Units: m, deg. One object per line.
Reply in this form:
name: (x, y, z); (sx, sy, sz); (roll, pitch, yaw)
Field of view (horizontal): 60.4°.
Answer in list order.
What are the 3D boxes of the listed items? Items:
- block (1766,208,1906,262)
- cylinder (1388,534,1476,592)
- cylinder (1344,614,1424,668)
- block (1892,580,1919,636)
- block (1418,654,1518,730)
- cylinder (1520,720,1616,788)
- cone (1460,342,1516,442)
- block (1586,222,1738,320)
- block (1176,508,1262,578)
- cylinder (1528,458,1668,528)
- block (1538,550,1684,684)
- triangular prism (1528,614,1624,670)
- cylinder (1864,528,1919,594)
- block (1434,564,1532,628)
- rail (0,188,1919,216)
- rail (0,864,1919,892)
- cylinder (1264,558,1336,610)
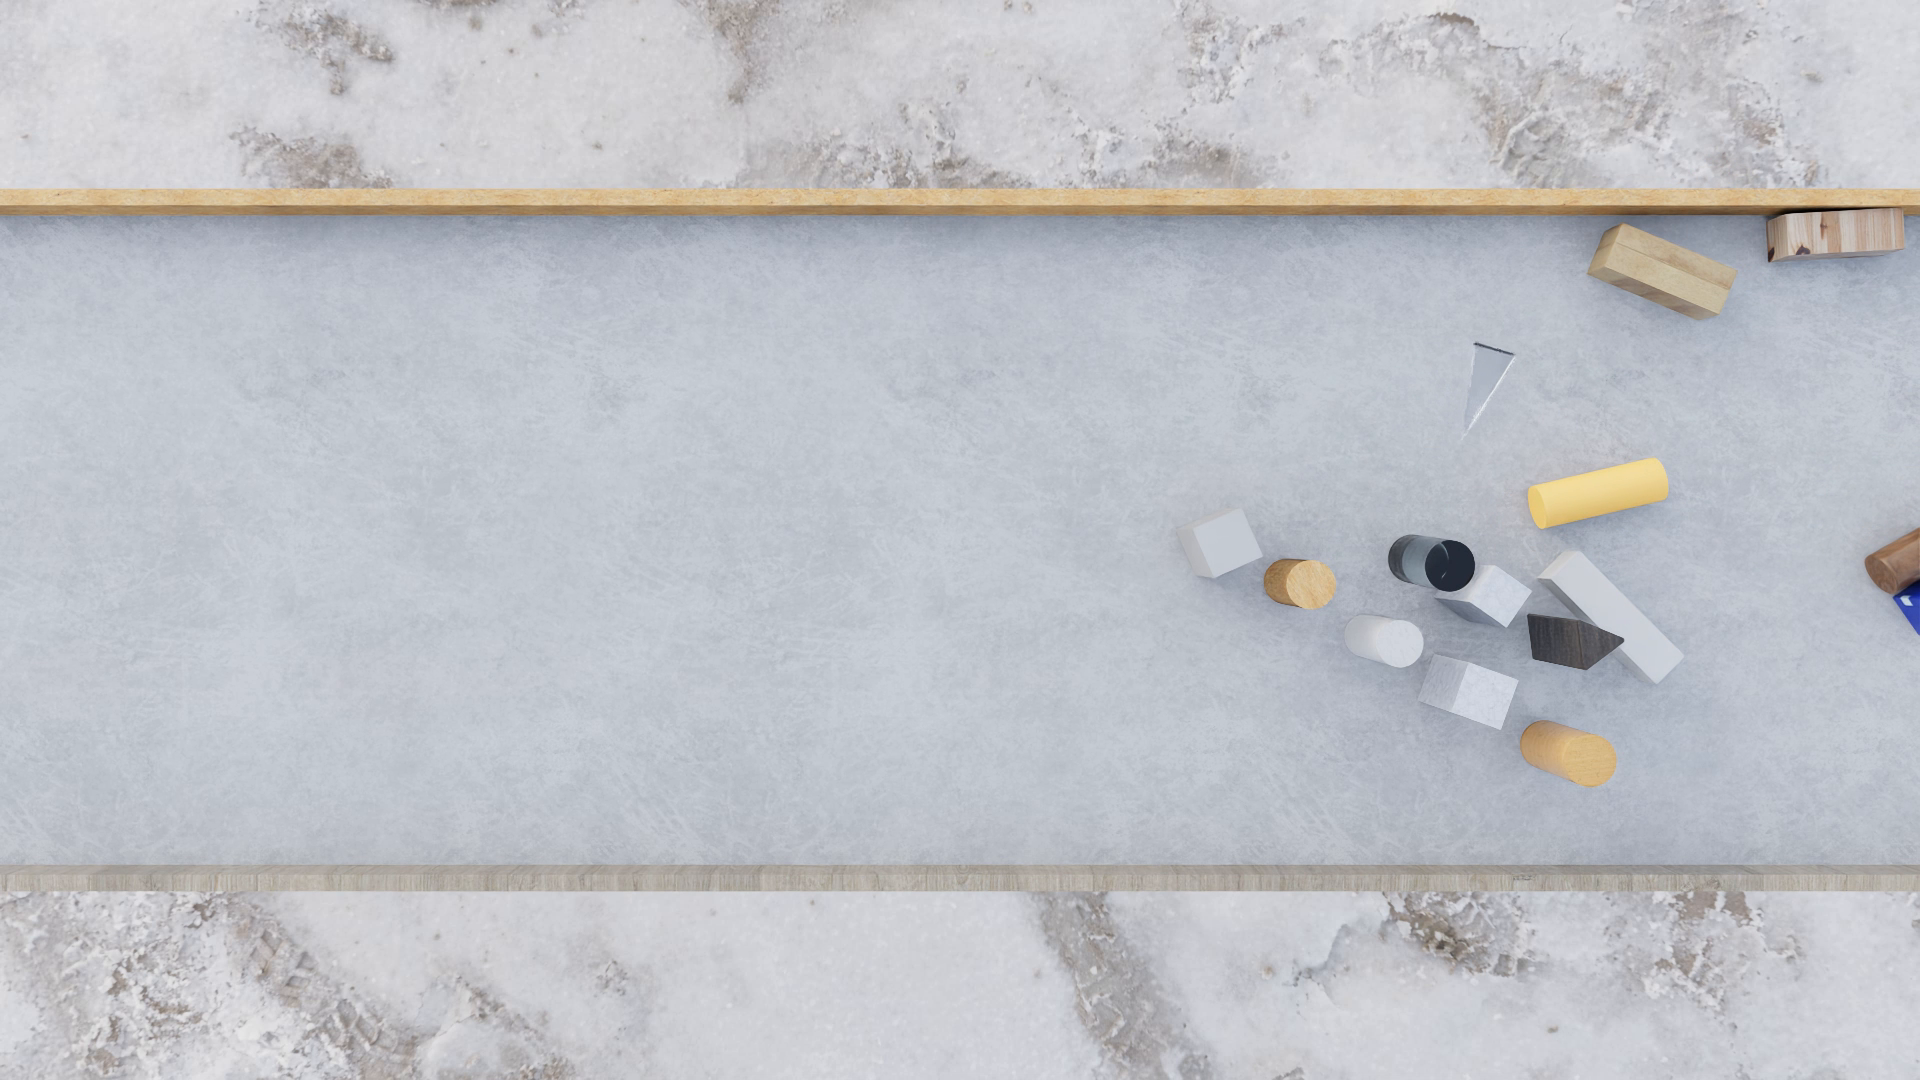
block: (2.659, -0.927, 5.014); (0.351, 0.125, 0.125); (-3, 90, 0)
cylinder: (1.401, 0.066, 4.914); (0.150, 0.313, 0.150); (0, 93, -5)
cylinder: (1.249, 0.294, 4.880); (0.134, 0.393, 0.134); (0, 90, 0)
block: (3.080, 0.118, 5.005); (0.411, 0.143, 0.143); (-35, 90, 0)
block: (1.505, 0.448, 4.902); (0.152, 0.348, 0.152); (20, 90, 0)
cylinder: (1.799, 0.630, 4.892); (0.151, 0.370, 0.151); (0, 90, 0)
cone: (1.585, -0.442, 5.045); (0.130, 0.130, 0.302); (17, 102, 0)
block: (2.128, -0.812, 5.005); (0.374, 0.143, 0.143); (23, 90, 0)
block: (0.765, 0.007, 4.893); (0.153, 0.367, 0.153); (-24, 90, 0)
cylinder: (1.936, -0.142, 5.009); (0.377, 0.135, 0.135); (-13, 90, 0)
block: (1.977, 0.233, 5.017); (0.449, 0.120, 0.120); (45, 90, 0)
triangular prism: (1.785, 0.276, 4.868); (0.141, 0.416, 0.122); (-37, 90, 0)
cylinder: (2.949, 0.020, 5.010); (0.350, 0.134, 0.134); (-29, 90, 0)
block: (1.546, 0.161, 4.894); (0.127, 0.366, 0.127); (35, 90, 0)
rail: (-2.247, -1.025, 5.002); (12.000, 0.150, 0.050); (0, 90, 0)
rail: (-2.247, 1.025, 5.001); (12.000, 0.150, 0.050); (0, 90, 0)
cylinder: (1.005, 0.128, 4.898); (0.141, 0.357, 0.141); (0, 90, 0)
